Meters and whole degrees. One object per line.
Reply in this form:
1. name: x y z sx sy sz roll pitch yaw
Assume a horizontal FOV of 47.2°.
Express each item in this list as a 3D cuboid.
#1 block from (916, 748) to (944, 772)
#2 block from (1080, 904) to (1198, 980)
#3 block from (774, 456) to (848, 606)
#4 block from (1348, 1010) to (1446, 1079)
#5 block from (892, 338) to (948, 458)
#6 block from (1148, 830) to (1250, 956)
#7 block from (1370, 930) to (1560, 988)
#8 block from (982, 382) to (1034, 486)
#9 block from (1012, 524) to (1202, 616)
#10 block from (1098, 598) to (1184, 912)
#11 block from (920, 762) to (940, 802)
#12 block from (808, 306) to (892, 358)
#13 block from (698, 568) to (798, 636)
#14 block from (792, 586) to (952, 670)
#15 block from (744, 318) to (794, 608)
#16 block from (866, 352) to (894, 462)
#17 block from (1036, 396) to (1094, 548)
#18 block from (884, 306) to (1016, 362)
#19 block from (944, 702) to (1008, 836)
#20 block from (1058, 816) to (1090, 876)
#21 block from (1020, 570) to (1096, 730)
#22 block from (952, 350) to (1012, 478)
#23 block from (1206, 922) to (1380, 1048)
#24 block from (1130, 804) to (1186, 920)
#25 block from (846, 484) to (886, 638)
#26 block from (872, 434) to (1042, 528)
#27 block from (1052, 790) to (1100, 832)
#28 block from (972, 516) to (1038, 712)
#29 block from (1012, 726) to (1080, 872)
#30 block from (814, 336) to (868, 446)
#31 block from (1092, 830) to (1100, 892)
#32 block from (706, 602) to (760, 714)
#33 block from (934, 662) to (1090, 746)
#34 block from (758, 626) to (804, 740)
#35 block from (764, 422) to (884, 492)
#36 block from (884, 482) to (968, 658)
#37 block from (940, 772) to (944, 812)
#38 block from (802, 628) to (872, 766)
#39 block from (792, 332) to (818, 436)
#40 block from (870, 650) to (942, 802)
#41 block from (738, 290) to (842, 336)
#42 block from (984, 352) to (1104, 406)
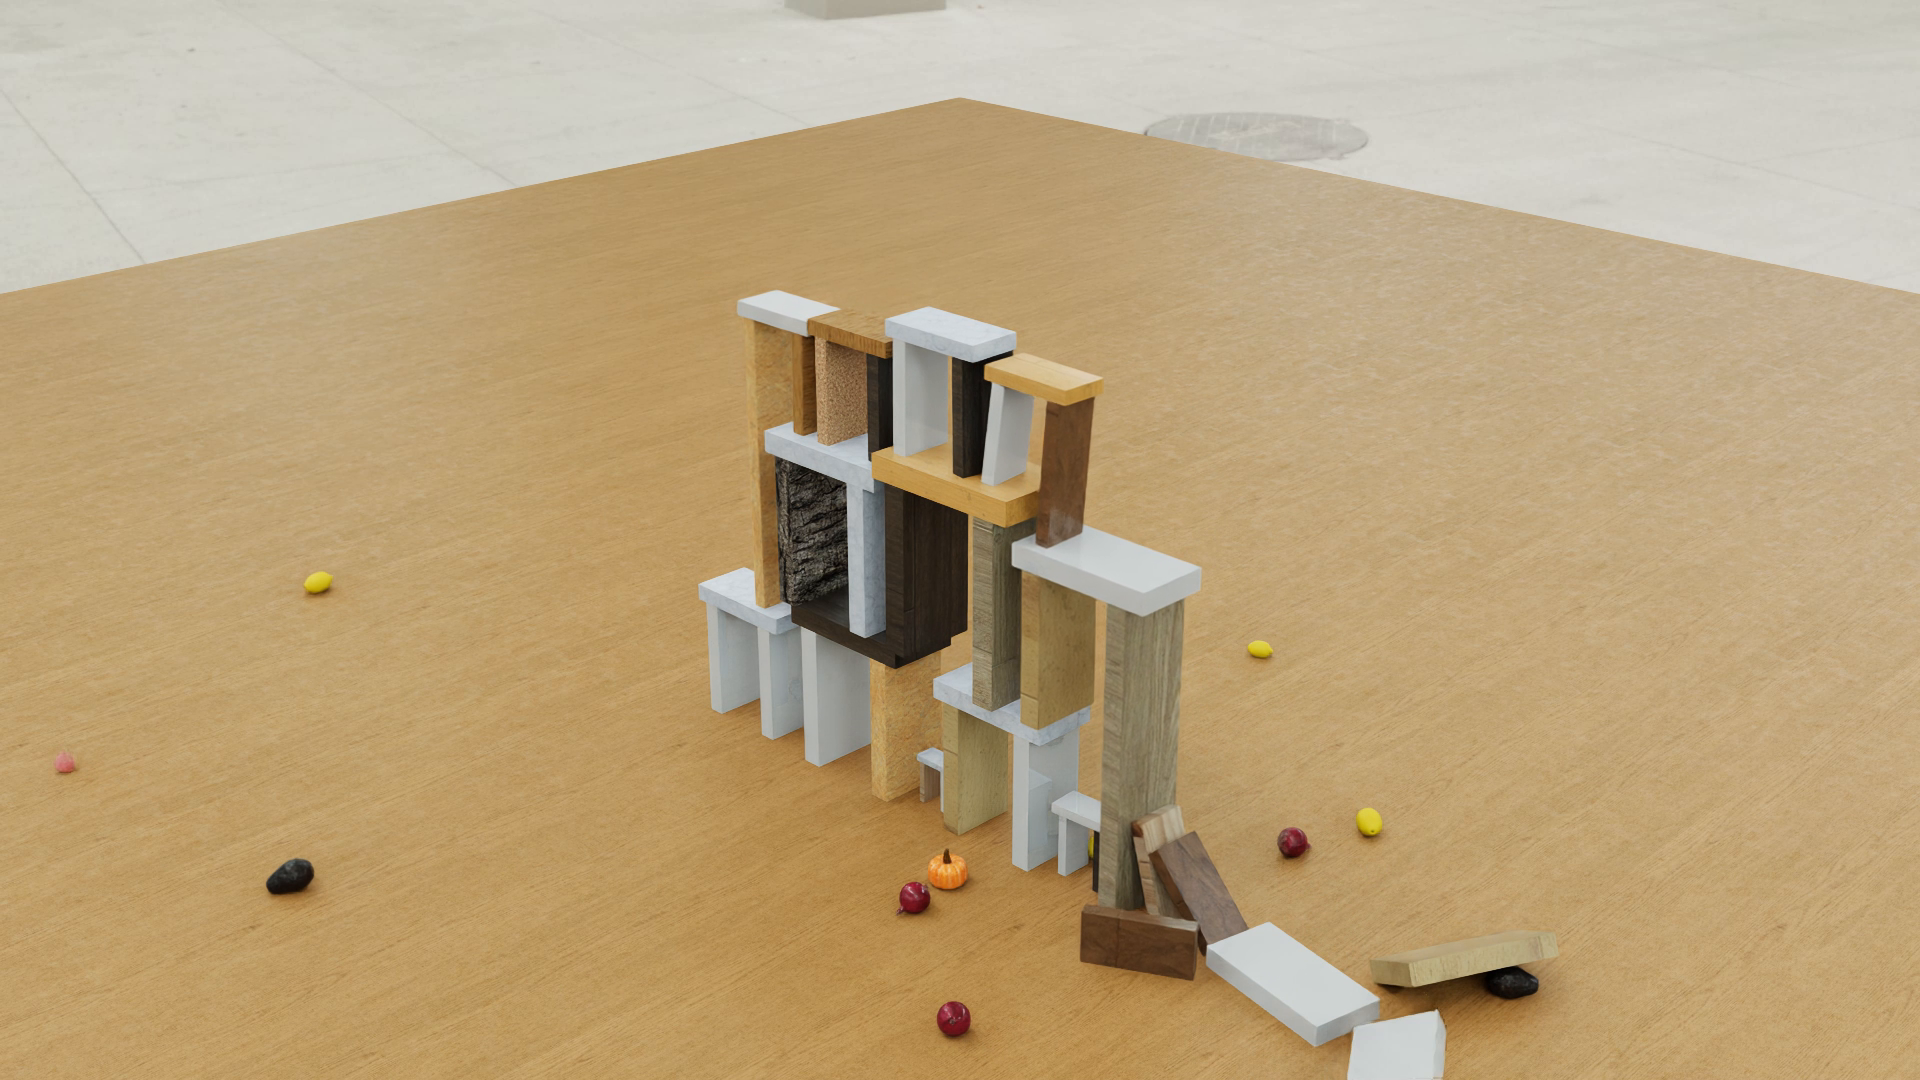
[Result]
1. block: -0.040 0.448 4.456 0.091 0.013 0.045 21 31 41
2. block: 0.320 0.719 3.933 0.207 0.103 0.029 7 23 16
3. block: -0.300 -0.039 4.530 0.160 0.320 0.045 -21 31 -40
4. block: 0.705 0.878 3.571 0.146 0.041 0.292 -17 17 21
5. block: -0.075 -0.283 4.183 0.033 0.229 0.115 22 31 40
6. block: 0.437 0.645 4.022 0.103 0.207 0.029 -20 -13 -39
7. block: 0.889 0.738 3.884 0.292 0.041 0.146 -8 -5 -18
8. block: 0.091 -0.207 4.038 0.028 0.200 0.100 24 32 31
9. block: 0.261 0.048 3.956 0.314 0.044 0.157 21 31 40
10. block: 0.331 0.389 4.026 0.157 0.639 0.044 -20 30 -39
11. block: -0.061 0.487 4.496 0.013 0.091 0.045 21 31 41
12. block: -0.180 -0.402 4.254 0.220 0.031 0.110 21 31 40
13. block: -0.432 0.130 4.746 0.129 0.037 0.258 -21 31 -41
14. block: -0.184 0.172 4.500 0.312 0.044 0.156 21 31 41
15. block: -0.387 -0.167 4.581 0.106 0.640 0.030 -21 31 -41
16. block: -0.128 -0.266 4.257 0.031 0.221 0.110 21 31 40
17. block: 0.189 -0.129 3.955 0.028 0.279 0.100 24 33 36
18. block: -0.018 -0.382 4.080 0.230 0.033 0.115 21 31 40
19. block: 0.032 0.433 4.377 0.040 0.284 0.142 21 31 41
20. block: 0.219 0.575 4.235 0.019 0.133 0.067 21 31 41
21. block: 0.184 0.182 4.098 0.044 0.314 0.157 21 31 41
22. block: 0.042 -0.238 4.076 0.115 0.230 0.033 -15 27 -32
23. block: 0.583 0.779 3.873 0.146 0.041 0.292 -14 27 -30
24. block: 0.380 0.605 4.071 0.103 0.207 0.029 -20 14 -39
25. block: -0.149 0.020 4.390 0.160 0.320 0.045 -21 31 -41
26. block: 0.020 -0.118 4.152 0.355 0.050 0.178 21 31 41
27. block: 0.247 0.518 4.176 0.133 0.019 0.067 19 29 37
28. block: 0.104 0.116 4.161 0.050 0.387 0.178 21 31 40
29. block: 0.166 0.485 4.254 0.040 0.284 0.142 21 31 41
30. block: -0.233 -0.307 4.352 0.031 0.220 0.110 21 31 40
31. block: 0.282 0.599 4.178 0.019 0.133 0.067 21 31 41
32. block: -0.493 0.242 4.859 0.037 0.258 0.129 21 31 41
33. block: 0.099 0.309 4.252 0.284 0.040 0.142 21 31 41
34. block: -0.371 0.290 4.747 0.037 0.258 0.129 21 31 41
35. block: -0.224 -0.178 4.388 0.320 0.045 0.160 21 31 40
36. block: -0.064 0.036 4.308 0.050 0.356 0.178 22 31 40
37. block: -0.019 0.504 4.457 0.013 0.091 0.045 21 31 41
38. block: -0.257 0.307 4.638 0.044 0.312 0.156 21 31 41
39. block: -0.285 -0.324 4.402 0.030 0.212 0.106 23 32 40
40. block: -0.110 0.364 4.502 0.044 0.312 0.156 21 31 41
41. block: -0.336 -0.454 4.398 0.212 0.030 0.106 21 31 40
42. block: 0.150 -0.288 3.936 0.100 0.028 0.200 -21 31 -40
